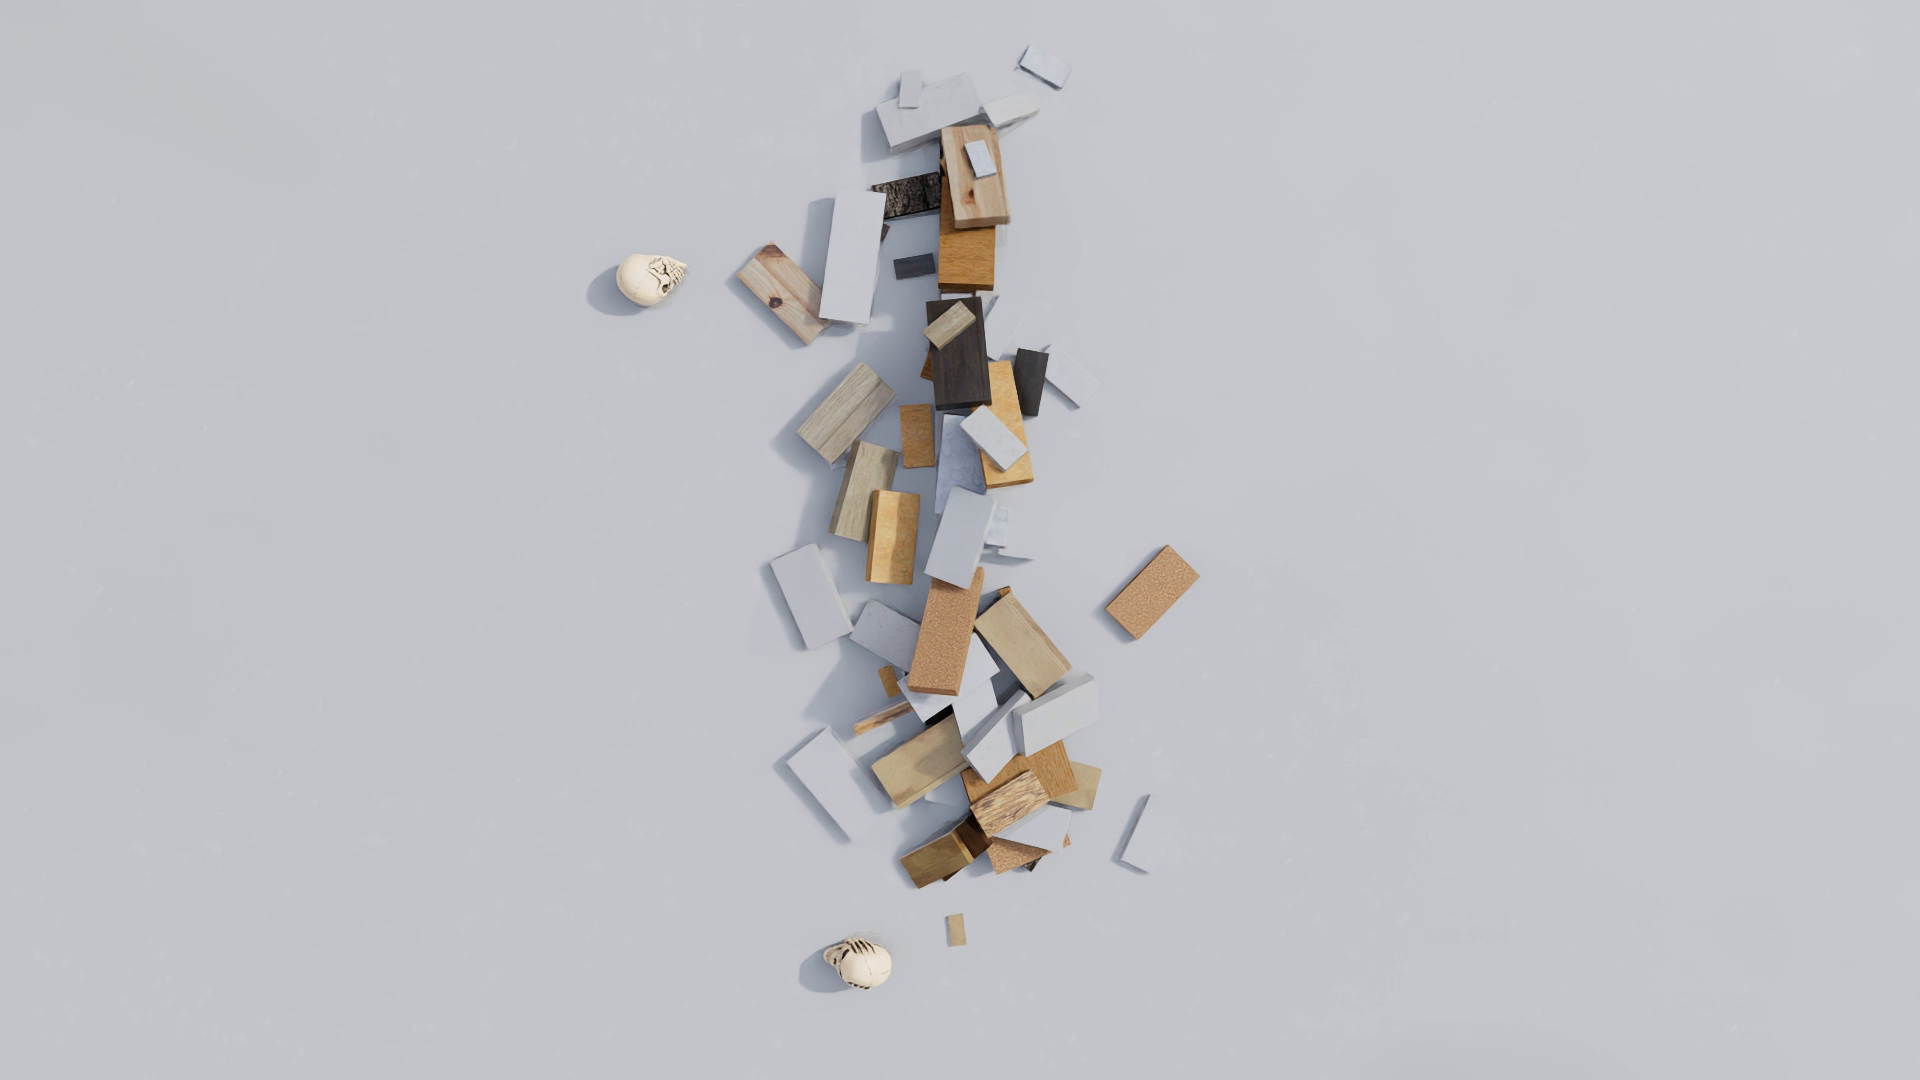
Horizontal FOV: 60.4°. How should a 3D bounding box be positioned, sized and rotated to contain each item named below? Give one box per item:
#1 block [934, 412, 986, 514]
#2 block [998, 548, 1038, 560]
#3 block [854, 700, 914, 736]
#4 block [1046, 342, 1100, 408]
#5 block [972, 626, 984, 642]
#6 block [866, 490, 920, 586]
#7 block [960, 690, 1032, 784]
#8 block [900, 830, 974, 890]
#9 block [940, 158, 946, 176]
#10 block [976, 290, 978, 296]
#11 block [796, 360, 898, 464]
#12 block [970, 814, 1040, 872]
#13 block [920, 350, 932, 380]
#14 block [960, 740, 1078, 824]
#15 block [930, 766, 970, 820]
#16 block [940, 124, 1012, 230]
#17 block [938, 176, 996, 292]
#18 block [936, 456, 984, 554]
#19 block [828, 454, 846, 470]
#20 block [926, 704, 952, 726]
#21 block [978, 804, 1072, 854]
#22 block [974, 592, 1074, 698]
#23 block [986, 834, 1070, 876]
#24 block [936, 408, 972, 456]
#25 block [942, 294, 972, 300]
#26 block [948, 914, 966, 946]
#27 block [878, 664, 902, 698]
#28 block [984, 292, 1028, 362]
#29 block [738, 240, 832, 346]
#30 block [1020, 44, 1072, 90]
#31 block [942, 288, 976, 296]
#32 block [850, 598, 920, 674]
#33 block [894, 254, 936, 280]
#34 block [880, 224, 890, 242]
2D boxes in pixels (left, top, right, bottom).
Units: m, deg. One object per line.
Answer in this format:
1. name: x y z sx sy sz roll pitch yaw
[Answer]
1. block: 0.013 -0.241 5.333 0.161 0.046 0.322 6 99 -2
2. block: 0.191 0.047 5.468 0.128 0.064 0.018 8 90 0
3. block: -0.236 0.577 5.441 0.234 0.117 0.033 -24 90 0
4. block: 0.355 -0.548 5.485 0.210 0.030 0.105 41 90 0
5. block: -0.037 0.382 5.390 0.140 0.040 0.279 25 99 -5
6. block: -0.222 -0.008 5.445 0.151 0.043 0.302 6 90 -28
7. block: 0.140 0.634 5.320 0.283 0.040 0.142 -45 123 -16
8. block: -0.077 1.051 5.426 0.234 0.033 0.117 -32 90 31
9. block: 0.030 -1.172 5.451 0.114 0.032 0.228 -24 90 -1
10. block: 0.000 -0.915 5.438 0.108 0.031 0.216 -2 104 1
11. block: -0.373 -0.419 5.433 0.159 0.045 0.319 43 90 1
12. block: 0.164 0.972 5.481 0.265 0.038 0.133 35 90 0
13. block: -0.090 -0.586 5.492 0.054 0.015 0.109 19 90 0
14. block: 0.192 0.786 5.377 0.347 0.049 0.174 -17 83 -7
15. block: -0.032 0.797 5.481 0.133 0.038 0.266 2 90 0
16. block: 0.050 -1.183 5.358 0.180 0.051 0.359 -6 67 -5
17. block: 0.025 -0.997 5.364 0.180 0.051 0.373 2 76 -1
18. block: 0.000 -0.117 5.426 0.161 0.046 0.322 1 109 -1
19. block: -0.421 -0.294 5.492 0.054 0.015 0.108 -20 90 0
20. block: -0.046 0.472 5.451 0.140 0.040 0.279 -1 102 -1
21. block: 0.211 0.924 5.403 0.281 0.040 0.140 12 76 10
22. block: 0.202 0.339 5.335 0.158 0.045 0.317 -40 91 -3
23. block: 0.219 0.991 5.444 0.265 0.038 0.133 -22 90 0
24. block: 0.000 -0.308 5.406 0.161 0.046 0.322 0 117 0
25. block: -0.008 -0.702 5.371 0.099 0.028 0.199 -1 92 0
26. block: -0.009 1.299 5.493 0.050 0.014 0.101 -7 90 0
27. block: -0.233 0.471 5.493 0.050 0.014 0.100 -23 90 0
28. block: 0.132 -0.707 5.485 0.104 0.029 0.207 31 90 0
29. block: -0.565 -0.820 5.477 0.326 0.046 0.163 44 90 0
30. block: 0.287 -1.575 5.489 0.158 0.022 0.079 29 90 0
31. block: -0.010 -0.751 5.428 0.108 0.031 0.216 5 120 -3
32. block: -0.212 0.321 5.403 0.298 0.042 0.149 27 90 32
33. block: -0.151 -0.910 5.491 0.133 0.019 0.067 -10 90 0
34. block: -0.294 -1.042 5.492 0.109 0.015 0.054 25 90 0
